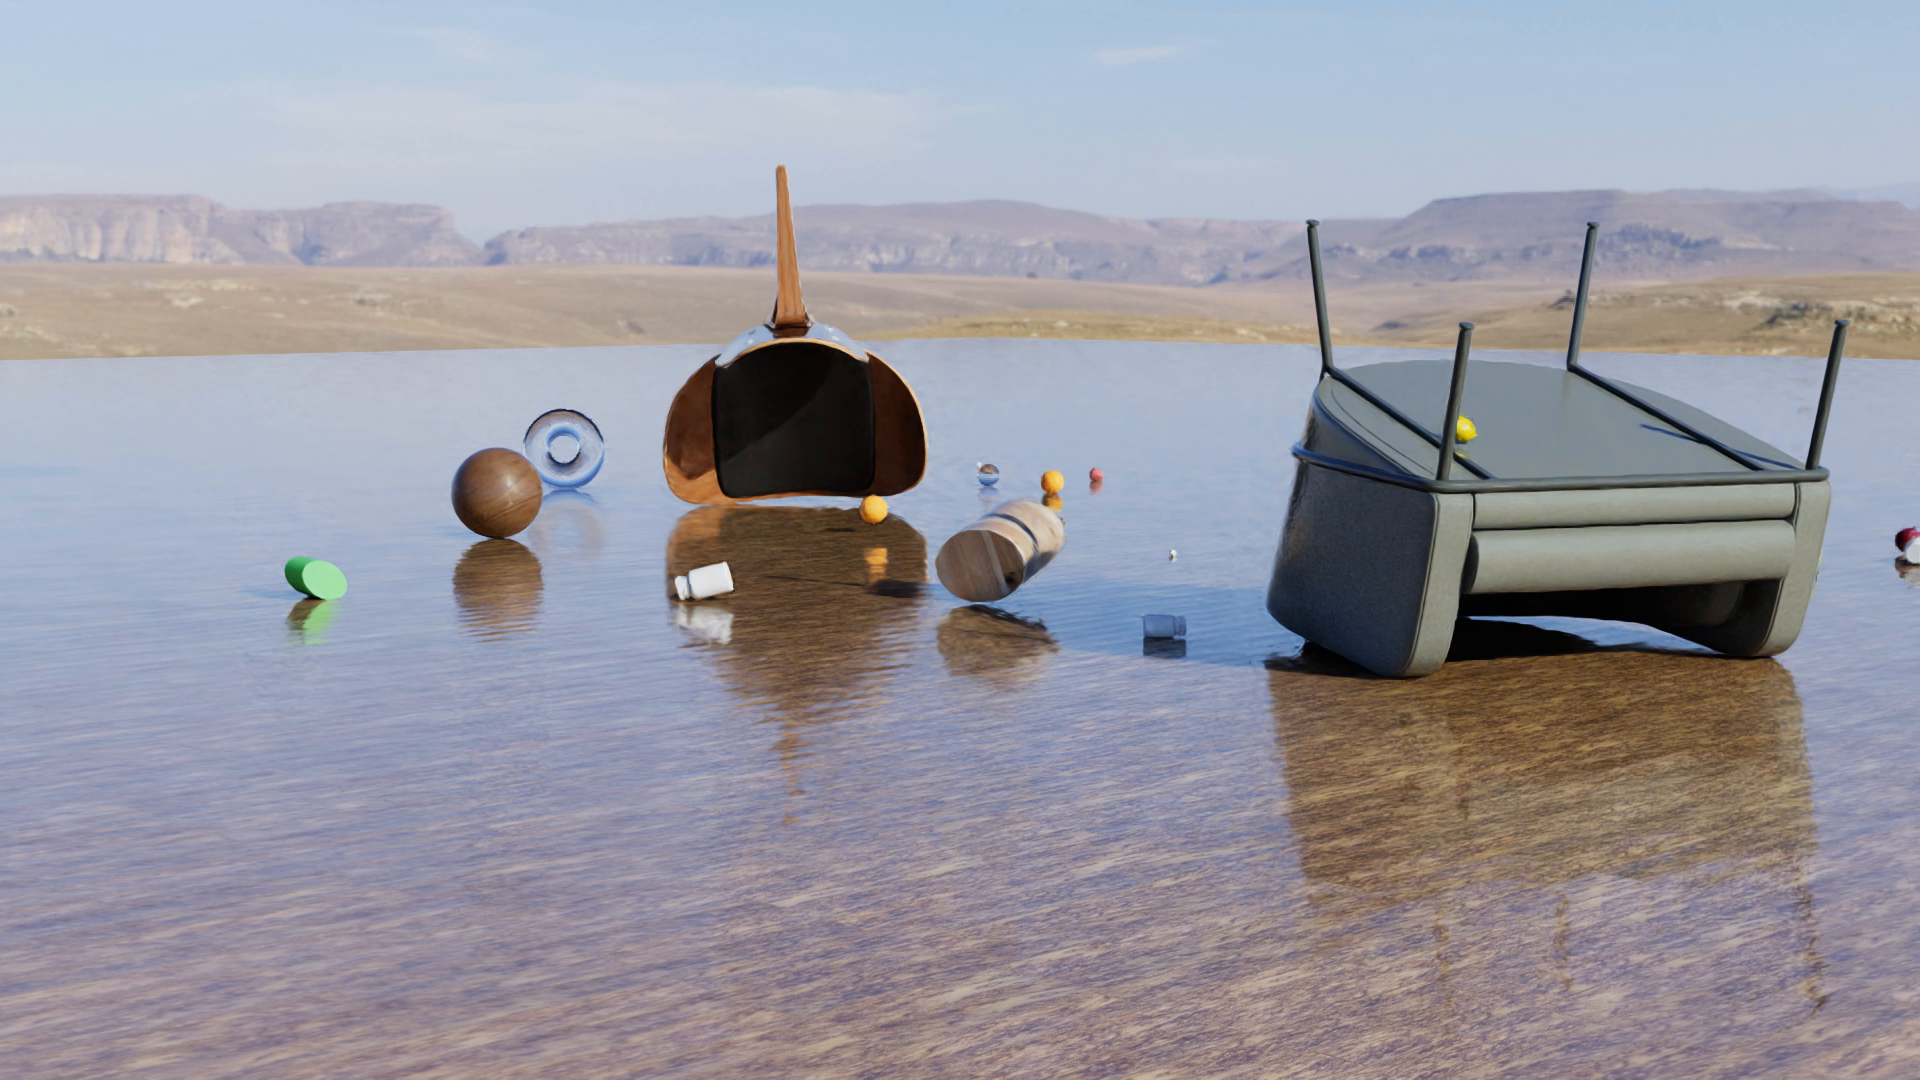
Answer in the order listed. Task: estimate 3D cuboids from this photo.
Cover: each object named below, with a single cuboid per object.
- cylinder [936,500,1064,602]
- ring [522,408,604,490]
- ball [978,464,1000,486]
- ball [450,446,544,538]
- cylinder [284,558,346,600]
[{"bbox_3d":[0.082,0.021,5.219,0.201,0.155,0.198,-10,14,30],"label":"cylinder"},{"bbox_3d":[-1.223,-0.279,7.922,0.250,0.256,0.051,-28,-2,-8],"label":"ring"},{"bbox_3d":[0.090,-0.205,8.061,0.069,0.069,0.069,0,6,0],"label":"ball"},{"bbox_3d":[-1.163,-0.119,6.446,0.230,0.230,0.230,0,6,0],"label":"ball"},{"bbox_3d":[-1.318,0.078,5.249,0.105,0.072,0.087,37,-19,-34],"label":"cylinder"}]
